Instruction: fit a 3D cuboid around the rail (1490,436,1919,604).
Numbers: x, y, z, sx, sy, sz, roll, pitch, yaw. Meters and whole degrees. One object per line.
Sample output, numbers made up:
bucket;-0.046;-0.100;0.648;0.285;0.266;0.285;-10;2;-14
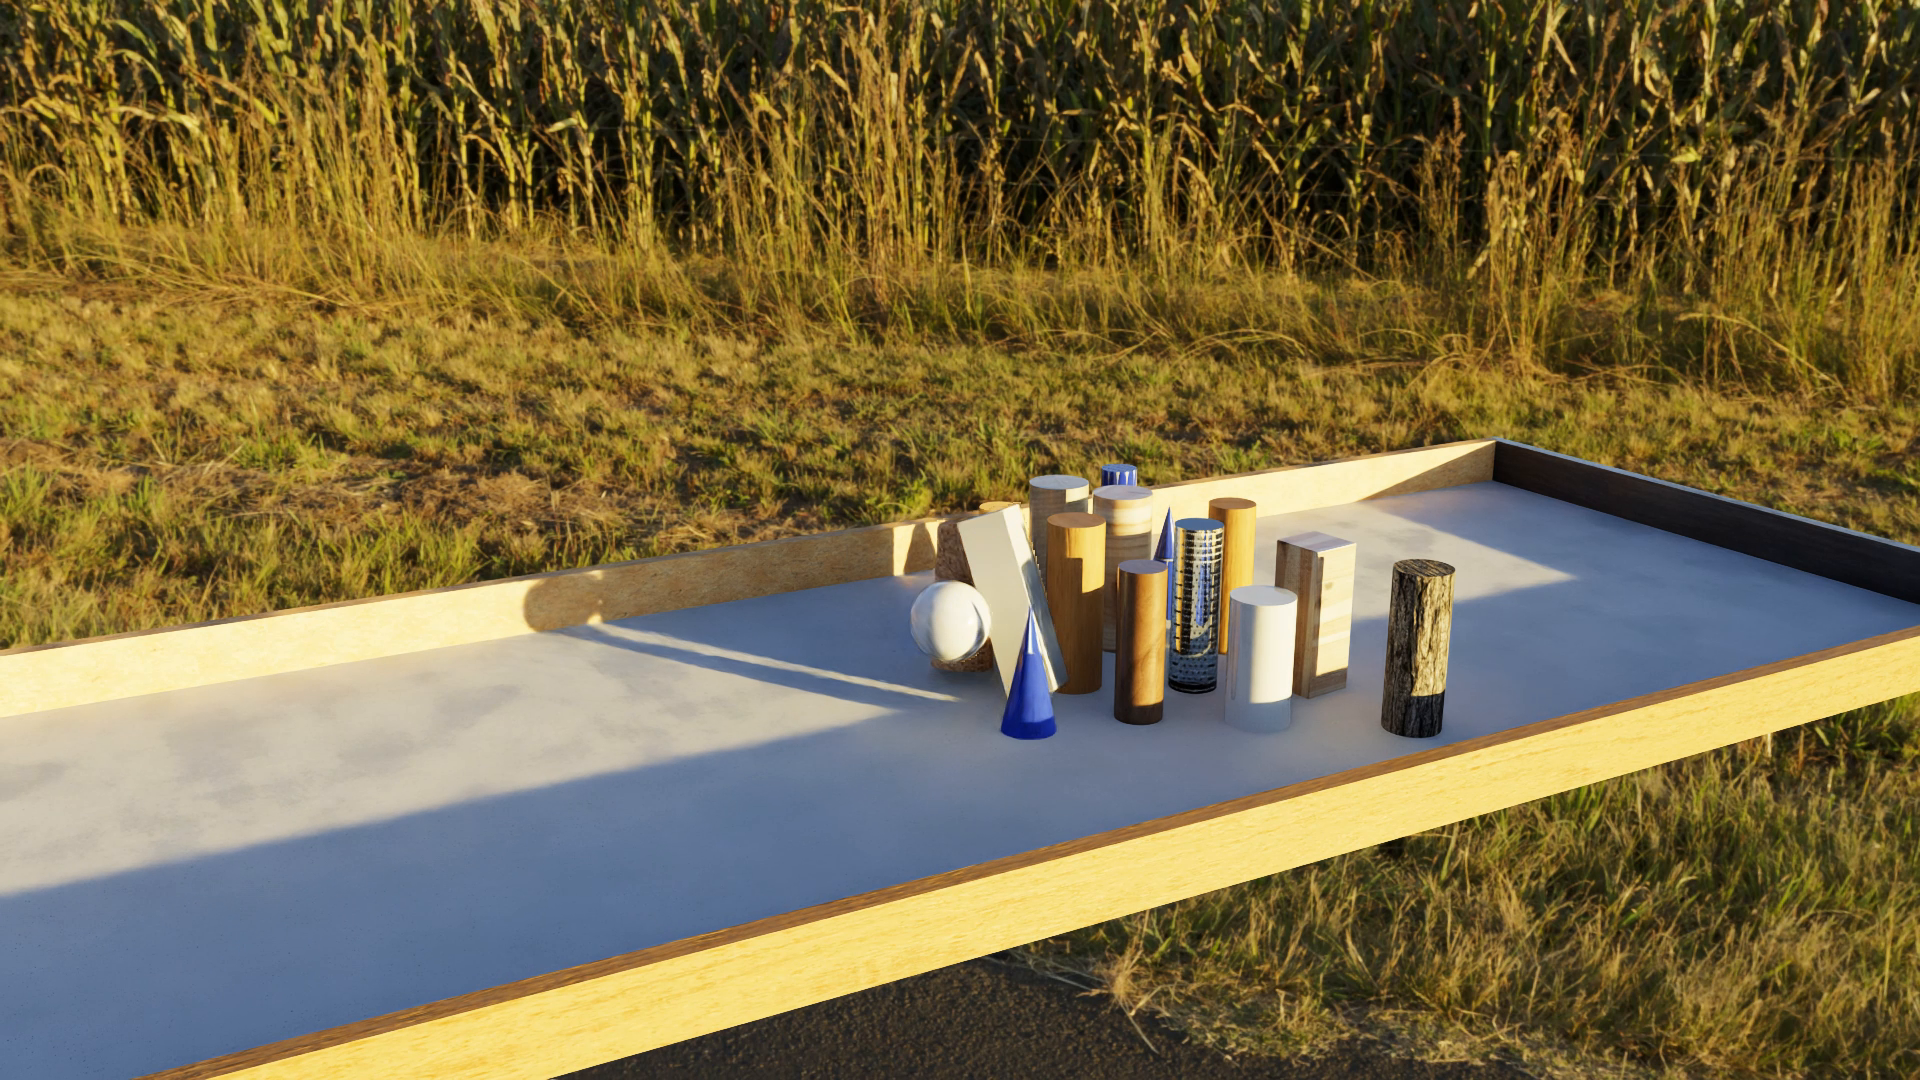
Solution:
rail;2.466;-0.048;5.253;0.050;0.150;2.100;-9;18;-27

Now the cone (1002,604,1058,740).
cone;0.162;0.292;3.807;0.132;0.311;0.132;0;16;0

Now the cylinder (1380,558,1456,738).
cylinder;1.058;0.250;3.813;0.138;0.390;0.138;0;16;0

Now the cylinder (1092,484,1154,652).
cylinder;0.425;0.076;4.357;0.157;0.417;0.157;0;16;0

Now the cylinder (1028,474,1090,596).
cylinder;0.273;0.023;4.600;0.165;0.381;0.165;0;16;0

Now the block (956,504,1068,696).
block;0.130;0.151;3.998;0.121;0.448;0.121;-15;2;22

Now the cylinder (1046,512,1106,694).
cylinder;0.283;0.156;4.068;0.143;0.426;0.143;0;16;0

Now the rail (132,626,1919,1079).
rail;-2.336;1.006;1.665;12.000;0.150;0.050;-9;18;-27

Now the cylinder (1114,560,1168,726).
cylinder;0.424;0.240;3.877;0.116;0.373;0.116;0;16;0

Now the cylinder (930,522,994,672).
cylinder;0.014;0.141;4.184;0.159;0.365;0.159;3;5;0

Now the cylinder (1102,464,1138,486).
cylinder;0.460;-0.033;4.816;0.103;0.366;0.103;0;16;0

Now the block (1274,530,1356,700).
block;0.868;0.183;4.066;0.133;0.375;0.133;-11;20;-34

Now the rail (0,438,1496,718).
rail;-3.305;0.497;3.399;12.000;0.150;0.050;-9;18;-27

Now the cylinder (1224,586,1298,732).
cylinder;0.703;0.277;3.864;0.155;0.310;0.155;0;16;0

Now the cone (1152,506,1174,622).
cone;0.581;0.052;4.618;0.160;0.315;0.160;0;16;0

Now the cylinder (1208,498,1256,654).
cylinder;0.707;0.094;4.332;0.124;0.395;0.124;0;16;0

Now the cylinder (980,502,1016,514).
cylinder;0.102;0.095;4.356;0.102;0.380;0.102;0;16;0

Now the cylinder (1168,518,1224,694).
cylinder;0.581;0.162;4.063;0.120;0.418;0.120;0;16;0

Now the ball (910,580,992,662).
ball;-0.023;0.192;3.909;0.193;0.193;0.193;0;16;0
